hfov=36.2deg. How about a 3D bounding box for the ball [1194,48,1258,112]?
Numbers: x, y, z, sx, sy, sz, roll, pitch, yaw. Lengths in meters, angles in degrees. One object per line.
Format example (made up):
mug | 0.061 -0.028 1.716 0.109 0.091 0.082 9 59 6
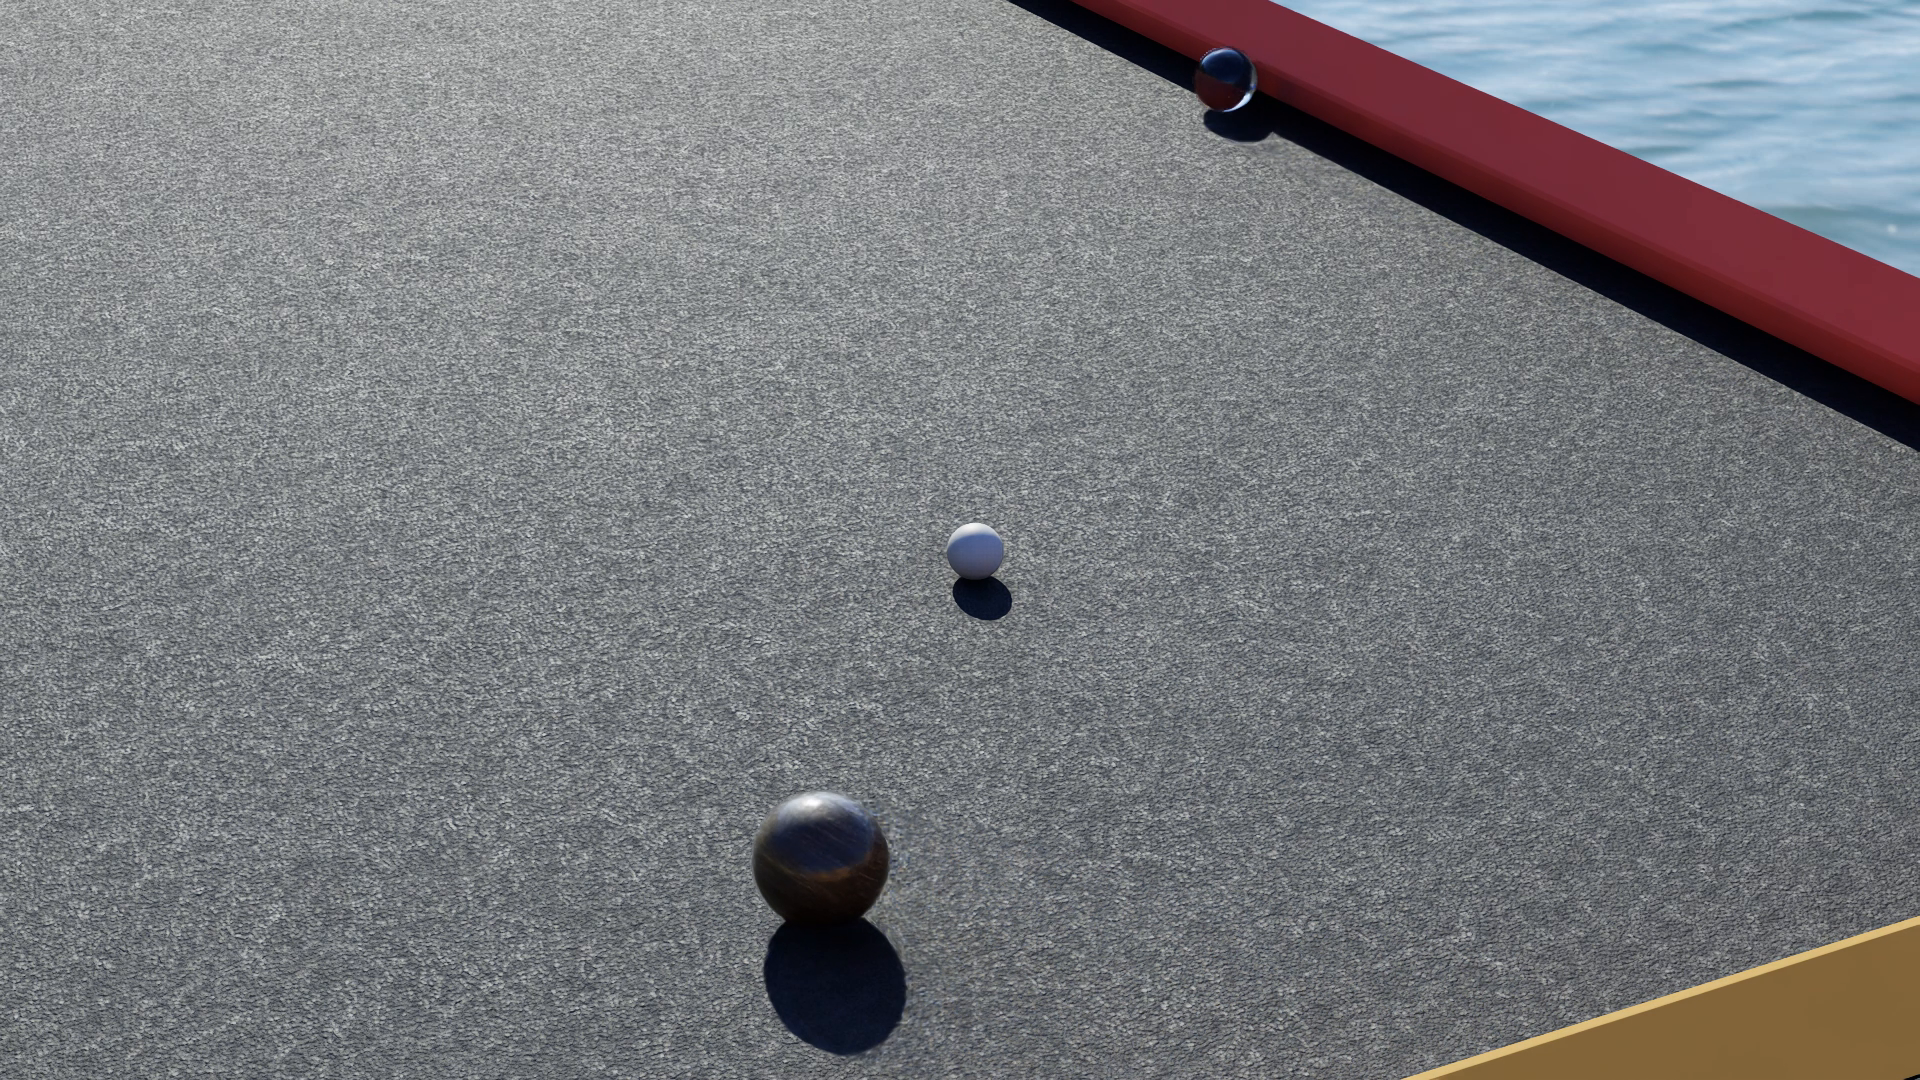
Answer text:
ball | 0.288 -0.499 3.189 0.068 0.068 0.068 0 25 0

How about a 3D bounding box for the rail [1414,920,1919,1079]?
rail | 0.340 0.266 1.498 1.724 0.103 0.045 -12 27 -24

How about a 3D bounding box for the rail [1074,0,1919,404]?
rail | 0.399 -0.472 3.087 0.045 0.103 3.128 -12 27 -24

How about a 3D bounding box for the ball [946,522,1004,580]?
ball | 0.011 0.008 2.128 0.041 0.041 0.041 0 25 0

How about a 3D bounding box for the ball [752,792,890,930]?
ball | -0.080 0.185 1.702 0.079 0.079 0.079 0 25 0
